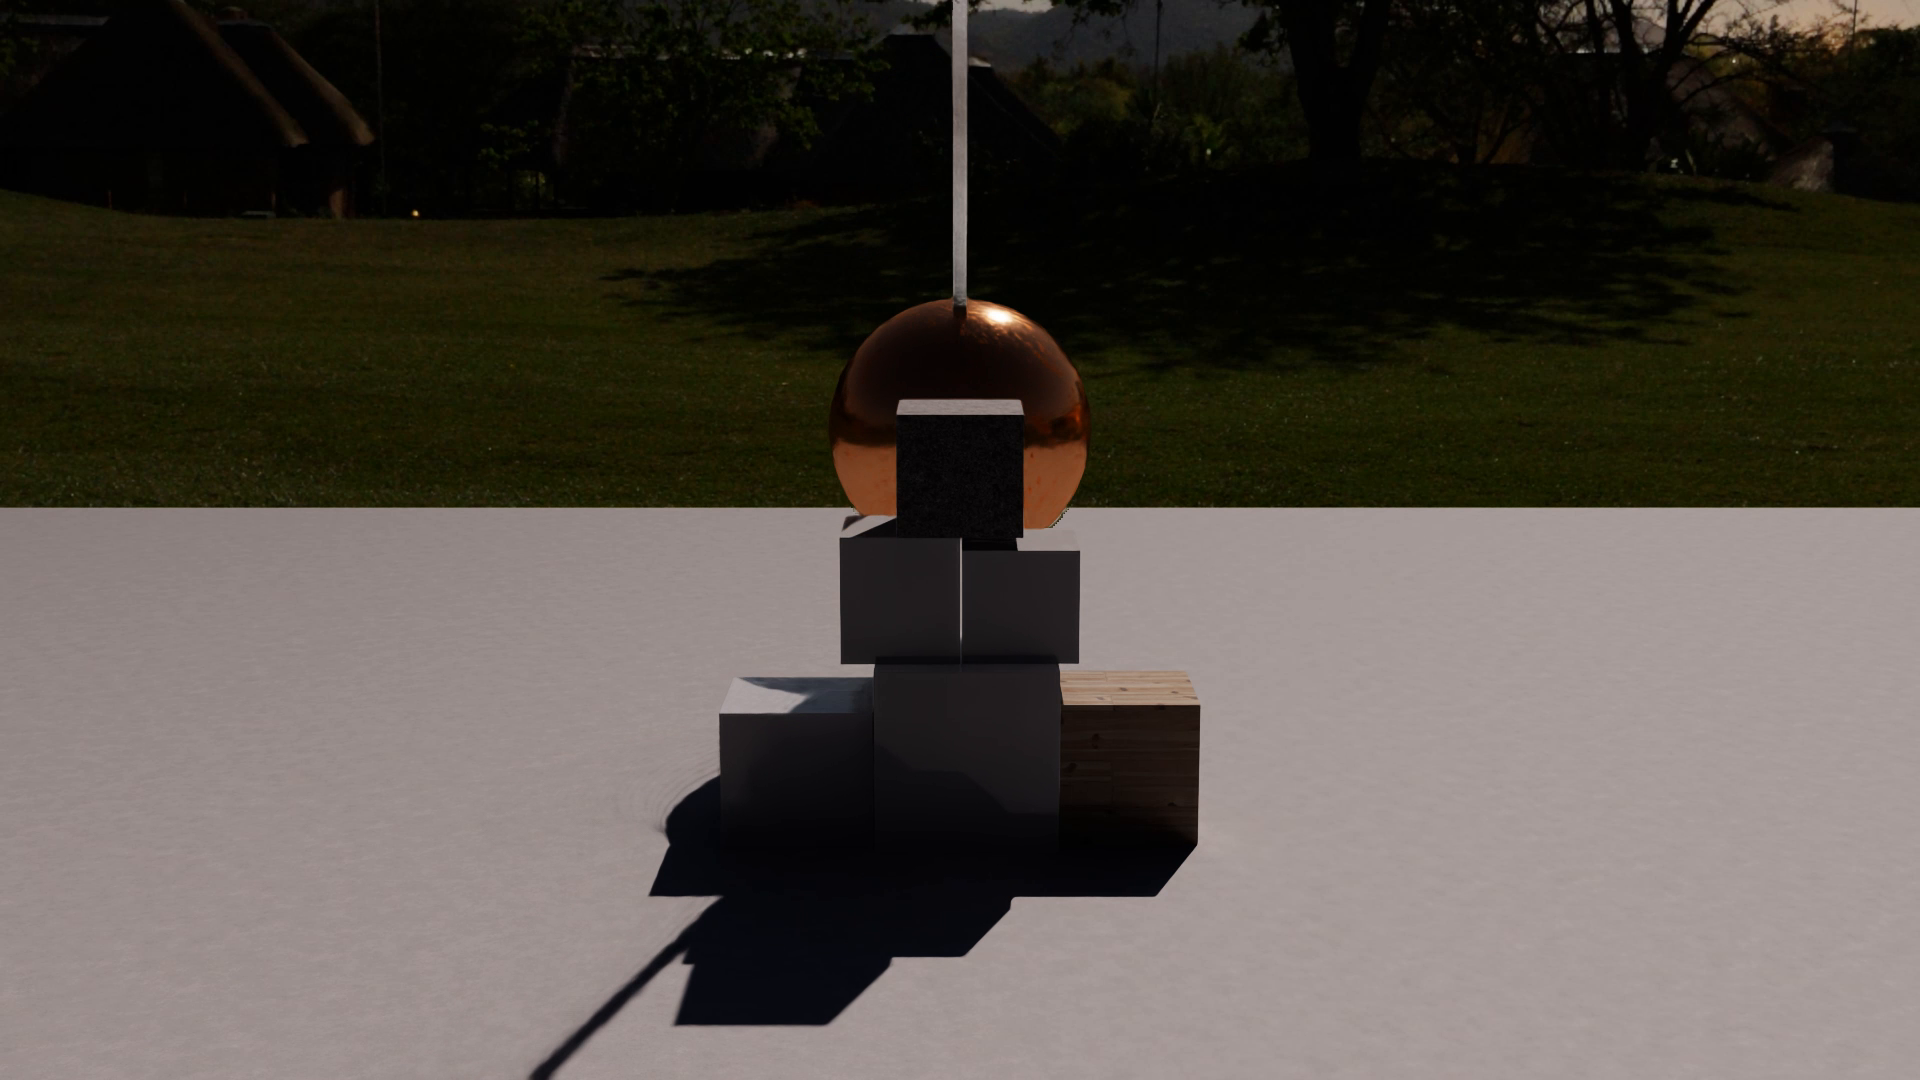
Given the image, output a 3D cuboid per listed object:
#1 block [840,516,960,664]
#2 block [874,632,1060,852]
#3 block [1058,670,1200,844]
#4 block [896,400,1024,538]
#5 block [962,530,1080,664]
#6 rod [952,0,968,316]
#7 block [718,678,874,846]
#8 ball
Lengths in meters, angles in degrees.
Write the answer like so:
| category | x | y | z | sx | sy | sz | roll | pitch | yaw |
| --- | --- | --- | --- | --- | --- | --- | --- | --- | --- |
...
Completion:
| category | x | y | z | sx | sy | sz | roll | pitch | yaw |
| --- | --- | --- | --- | --- | --- | --- | --- | --- | --- |
| block | -0.298 | 0.248 | 11.235 | 0.595 | 0.644 | 0.630 | 0 | 10 | 0 |
| block | 0.034 | 1.024 | 11.350 | 0.918 | 0.924 | 0.917 | 0 | 10 | 0 |
| block | 0.852 | 1.116 | 11.394 | 0.698 | 0.727 | 0.720 | 0 | 10 | 0 |
| block | 0.000 | -0.369 | 11.118 | 0.626 | 0.612 | 0.643 | 0 | 10 | 0 |
| block | 0.303 | 0.285 | 11.225 | 0.586 | 0.575 | 0.572 | 0 | 10 | 0 |
| rod | 0.000 | -3.529 | 11.550 | 0.080 | 5.200 | 0.080 | 0 | 33 | 0 |
| block | -0.818 | 1.137 | 11.379 | 0.765 | 0.693 | 0.741 | 0 | 10 | 0 |
| ball | 0.000 | -0.671 | 13.391 | 1.600 | 1.600 | 1.600 | 0 | 10 | 0 |
